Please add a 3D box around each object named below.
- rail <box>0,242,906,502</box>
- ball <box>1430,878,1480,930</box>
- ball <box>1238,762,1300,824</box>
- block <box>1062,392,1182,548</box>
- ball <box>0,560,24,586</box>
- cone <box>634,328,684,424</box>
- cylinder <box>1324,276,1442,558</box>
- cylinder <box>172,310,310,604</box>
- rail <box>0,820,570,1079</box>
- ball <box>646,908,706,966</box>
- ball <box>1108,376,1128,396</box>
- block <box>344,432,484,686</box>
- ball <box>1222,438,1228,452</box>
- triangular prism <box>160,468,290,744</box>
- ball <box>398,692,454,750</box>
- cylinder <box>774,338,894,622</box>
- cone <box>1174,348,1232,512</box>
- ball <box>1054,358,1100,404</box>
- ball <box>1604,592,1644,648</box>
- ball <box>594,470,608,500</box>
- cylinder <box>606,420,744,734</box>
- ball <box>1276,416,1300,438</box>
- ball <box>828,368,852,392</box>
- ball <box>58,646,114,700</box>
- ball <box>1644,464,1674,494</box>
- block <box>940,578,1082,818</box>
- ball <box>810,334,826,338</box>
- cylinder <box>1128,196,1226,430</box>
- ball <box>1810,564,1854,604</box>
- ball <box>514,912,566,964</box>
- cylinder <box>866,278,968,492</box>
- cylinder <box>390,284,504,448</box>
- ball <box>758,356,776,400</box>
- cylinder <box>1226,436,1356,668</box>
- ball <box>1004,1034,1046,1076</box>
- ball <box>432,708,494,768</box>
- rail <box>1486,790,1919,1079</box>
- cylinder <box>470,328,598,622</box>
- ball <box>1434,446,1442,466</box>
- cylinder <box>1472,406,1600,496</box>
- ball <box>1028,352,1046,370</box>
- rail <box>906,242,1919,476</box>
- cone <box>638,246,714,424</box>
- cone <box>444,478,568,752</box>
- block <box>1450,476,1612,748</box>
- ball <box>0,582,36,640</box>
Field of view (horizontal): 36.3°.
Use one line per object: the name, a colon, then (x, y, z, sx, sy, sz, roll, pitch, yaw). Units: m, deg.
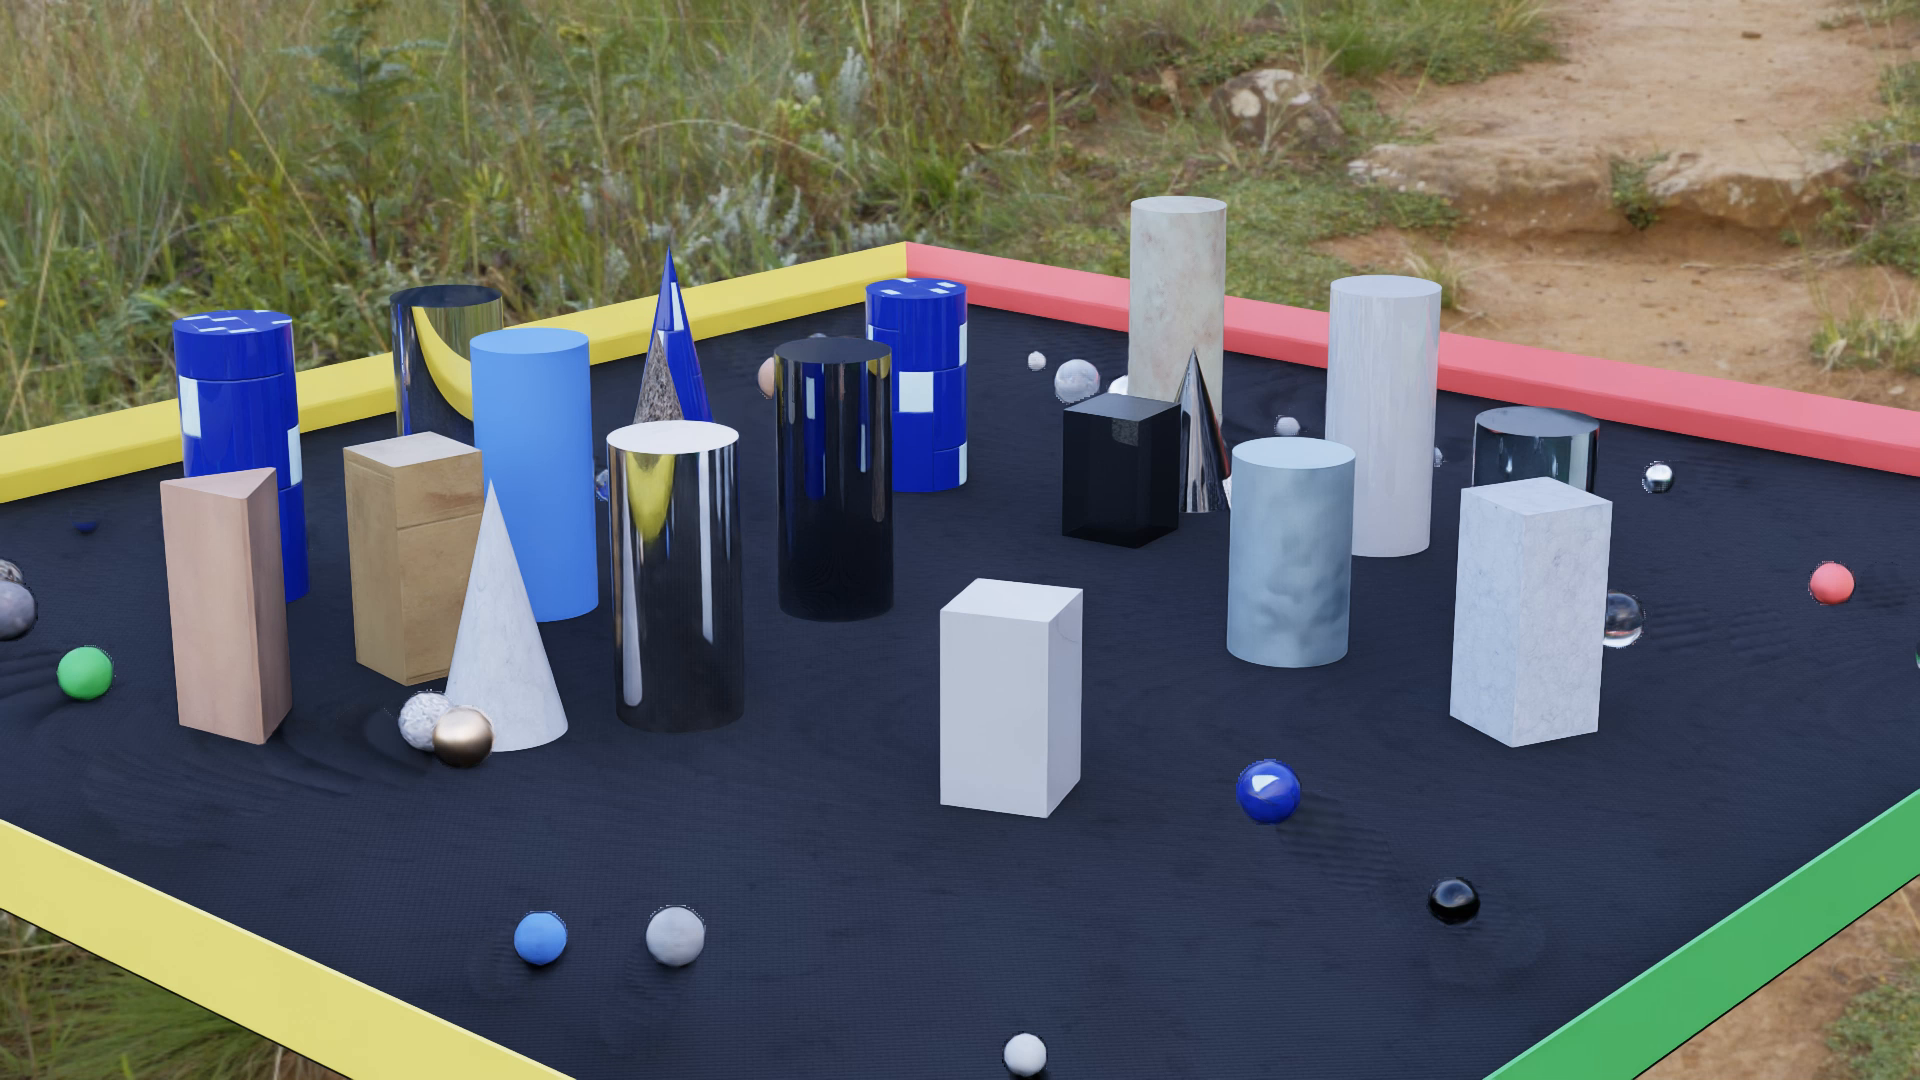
rail: (-1.332, -0.301, 6.227, 0.045, 0.130, 3.689, 14, 22, 39)
ball: (0.638, 0.470, 3.783, 0.065, 0.065, 0.065, 0, 17, 0)
ball: (0.435, 0.356, 4.122, 0.088, 0.088, 0.088, 0, 17, 0)
block: (0.301, -0.131, 5.471, 0.160, 0.242, 0.160, 11, 20, 32)
ball: (-1.663, 0.073, 5.079, 0.078, 0.078, 0.078, 0, 17, 0)
cone: (-0.566, -0.218, 5.523, 0.200, 0.380, 0.200, 0, 17, 0)
cylinder: (0.771, -0.229, 5.378, 0.200, 0.483, 0.200, 0, 17, 0)
cylinder: (-1.245, -0.141, 5.086, 0.200, 0.484, 0.200, 0, 17, 0)
rail: (-1.194, 0.429, 3.803, 3.576, 0.130, 0.045, 14, 22, 39)
ball: (-0.357, 0.498, 3.676, 0.074, 0.074, 0.074, 0, 17, 0)
ball: (0.361, -0.312, 6.330, 0.085, 0.085, 0.085, 0, 17, 0)
block: (-0.875, 0.028, 4.736, 0.160, 0.362, 0.160, -14, 22, -38)
ball: (0.508, -0.184, 5.951, 0.069, 0.069, 0.069, 0, 17, 0)
triangular prism: (-1.089, 0.092, 4.479, 0.173, 0.386, 0.150, 10, 20, 30)
ball: (-0.796, 0.272, 4.394, 0.088, 0.088, 0.088, 0, 17, 0)
cylinder: (-0.215, -0.105, 5.021, 0.200, 0.451, 0.200, 0, 17, 0)
cone: (0.450, -0.226, 5.680, 0.200, 0.305, 0.200, 0, 17, 0)
ball: (0.257, -0.347, 6.437, 0.100, 0.100, 0.100, 0, 17, 0)
ball: (1.085, 0.132, 4.849, 0.093, 0.093, 0.093, 0, 17, 0)
ball: (-0.679, -0.108, 5.704, 0.063, 0.063, 0.063, 0, 17, 0)
cylinder: (-0.435, 0.055, 4.507, 0.200, 0.442, 0.200, 0, 17, 0)
ball: (0.688, -0.235, 6.151, 0.049, 0.049, 0.049, 0, 17, 0)
ball: (-0.268, -0.356, 6.547, 0.053, 0.053, 0.053, 0, 17, 0)
ball: (-1.375, 0.210, 4.611, 0.085, 0.085, 0.085, 0, 17, 0)
ball: (1.372, -0.120, 5.754, 0.058, 0.058, 0.058, 0, 17, 0)
block: (0.074, 0.224, 4.204, 0.160, 0.292, 0.160, 6, 18, 19)
ball: (-0.333, -0.464, 6.913, 0.048, 0.048, 0.048, 0, 17, 0)
cylinder: (0.455, -0.467, 6.167, 0.200, 0.483, 0.200, 0, 17, 0)
ball: (1.511, 0.076, 5.078, 0.073, 0.073, 0.073, 0, 17, 0)
ball: (-0.527, 0.500, 3.681, 0.065, 0.065, 0.065, 0, 17, 0)
cylinder: (-0.086, -0.308, 5.806, 0.200, 0.388, 0.200, 0, 17, 0)
cylinder: (-0.923, -0.211, 5.333, 0.200, 0.475, 0.200, 0, 17, 0)
ball: (-0.397, -0.359, 6.477, 0.098, 0.098, 0.098, 0, 17, 0)
cylinder: (0.543, 0.018, 4.814, 0.200, 0.335, 0.200, 0, 17, 0)
ball: (0.076, 0.596, 3.392, 0.049, 0.049, 0.049, 0, 17, 0)
ball: (-0.734, 0.292, 4.331, 0.090, 0.090, 0.090, 0, 17, 0)
rail: (1.332, 0.366, 4.012, 0.045, 0.130, 3.689, 14, 22, 39)
cylinder: (-0.727, -0.113, 5.020, 0.200, 0.468, 0.200, 0, 17, 0)
ball: (0.952, -0.169, 5.937, 0.046, 0.046, 0.046, 0, 17, 0)
cylinder: (0.941, -0.012, 4.836, 0.200, 0.380, 0.200, 0, 17, 0)
ball: (0.176, -0.411, 6.747, 0.043, 0.043, 0.043, 0, 17, 0)
rail: (1.194, -0.364, 6.436, 3.576, 0.130, 0.045, 14, 22, 39)
cone: (-0.581, -0.374, 5.919, 0.200, 0.451, 0.200, 0, 17, 0)
cone: (-0.701, 0.098, 4.440, 0.200, 0.398, 0.200, 0, 17, 0)
block: (0.868, 0.107, 4.467, 0.160, 0.365, 0.160, -8, 19, -25)
ball: (-1.592, 0.119, 4.891, 0.098, 0.098, 0.098, 0, 17, 0)
